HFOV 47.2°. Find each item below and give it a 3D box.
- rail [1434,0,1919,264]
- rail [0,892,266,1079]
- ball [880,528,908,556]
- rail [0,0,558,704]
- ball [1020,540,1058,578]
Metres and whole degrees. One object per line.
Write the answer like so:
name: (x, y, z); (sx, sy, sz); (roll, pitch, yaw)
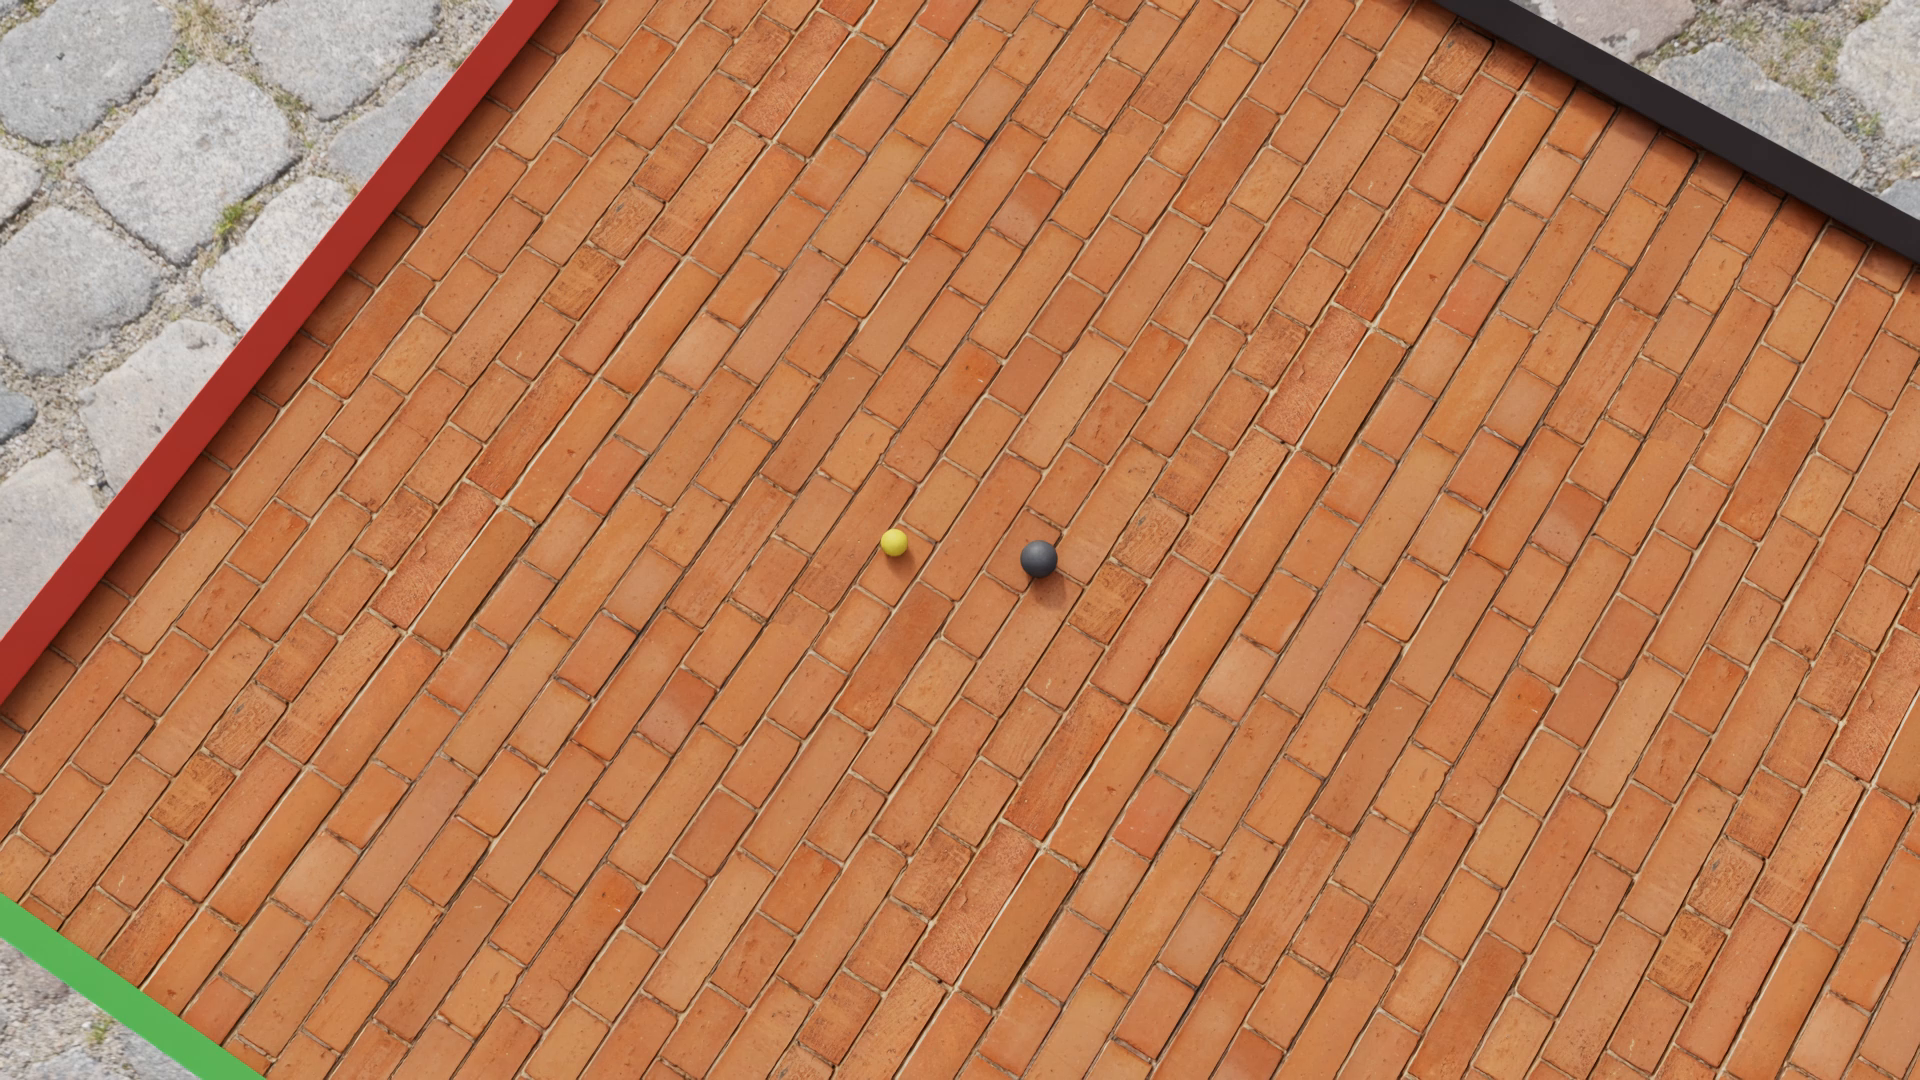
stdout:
rail: (1.613, -0.425, 3.525); (4.478, 0.077, 0.045); (31, 75, 9)
rail: (0.271, 1.568, 2.890); (4.478, 0.077, 0.045); (31, 75, 9)
ball: (-0.102, 0.004, 3.407); (0.043, 0.043, 0.043); (0, 72, 0)
rail: (-0.922, -0.568, 3.570); (0.045, 0.077, 2.532); (31, 75, 9)
ball: (0.122, 0.029, 3.391); (0.058, 0.058, 0.058); (0, 72, 0)
